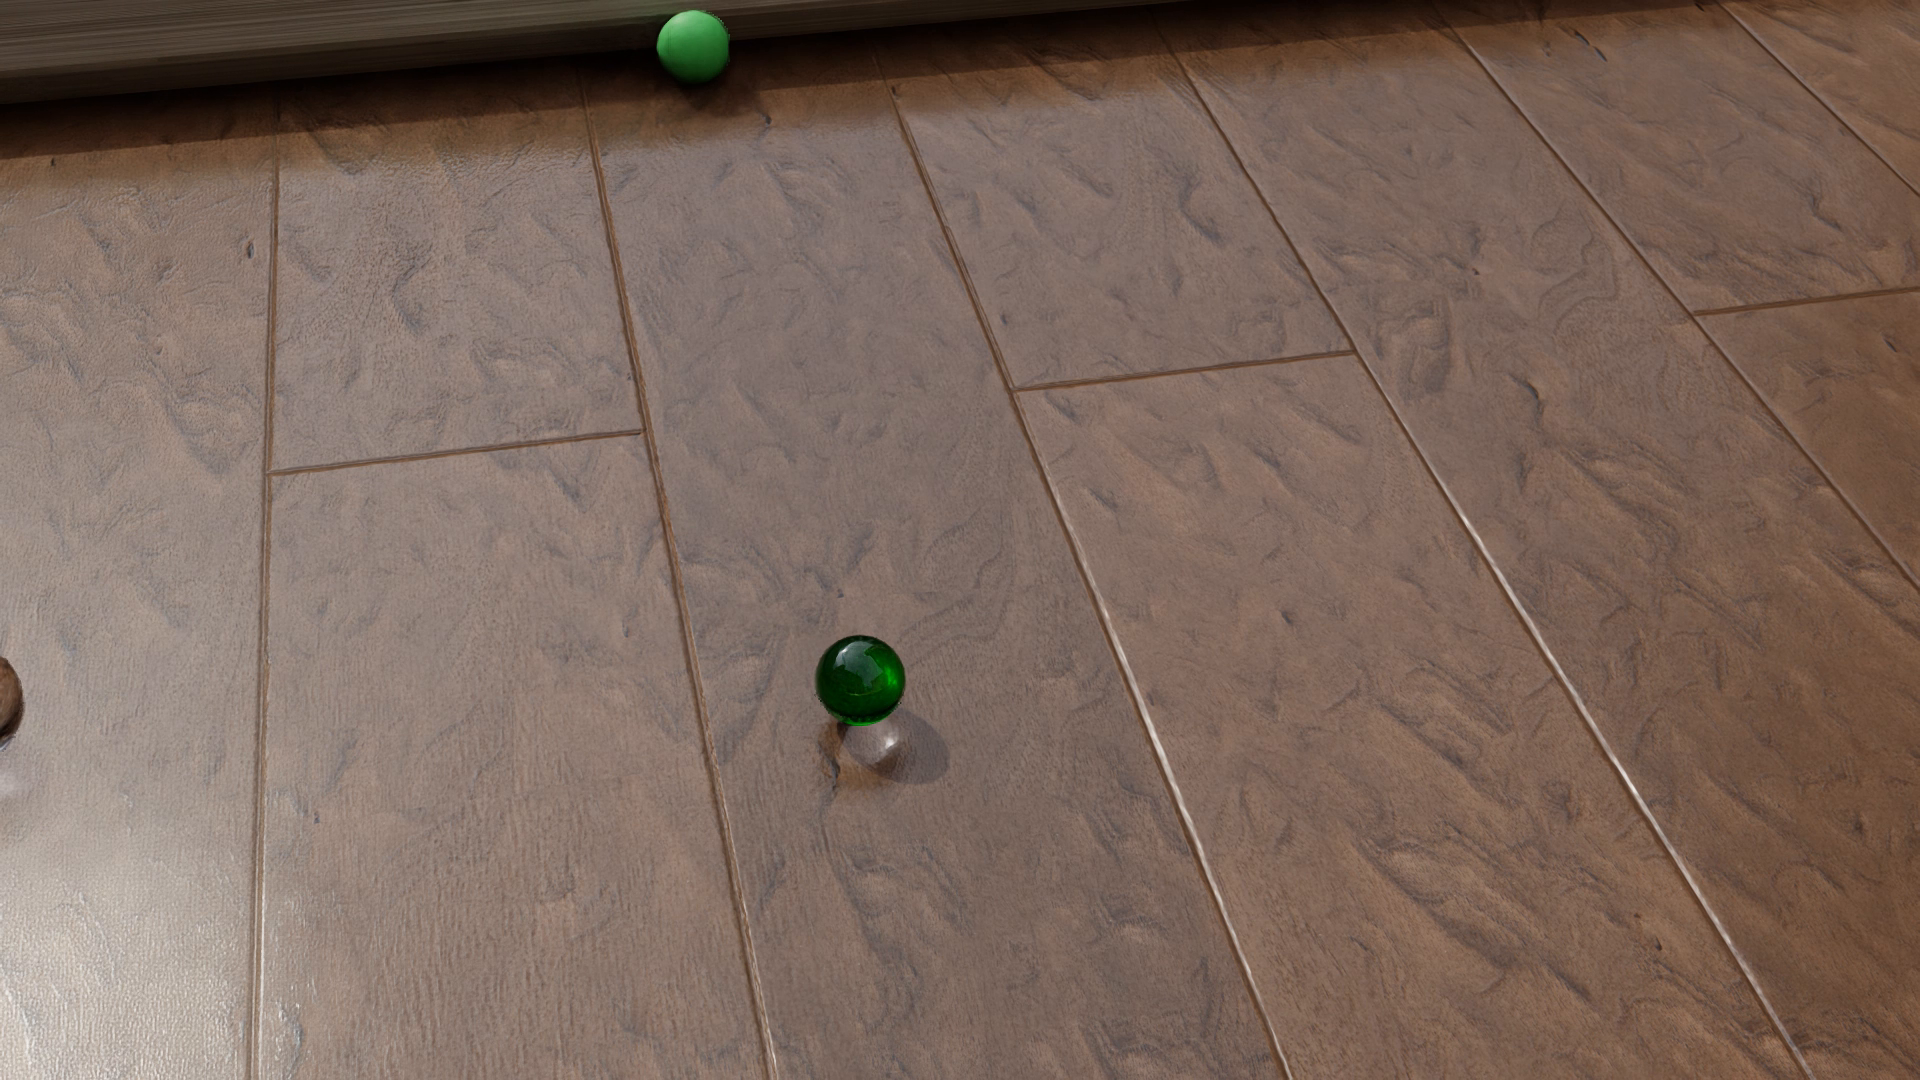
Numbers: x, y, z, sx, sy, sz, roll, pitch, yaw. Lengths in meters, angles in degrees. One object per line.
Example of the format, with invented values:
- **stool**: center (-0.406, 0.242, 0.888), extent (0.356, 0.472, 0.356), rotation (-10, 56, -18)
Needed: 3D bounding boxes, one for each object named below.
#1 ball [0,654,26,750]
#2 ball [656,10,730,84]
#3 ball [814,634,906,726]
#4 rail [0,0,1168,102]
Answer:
- **ball**: center (-0.561, 0.092, 1.439), extent (0.070, 0.070, 0.070), rotation (0, 36, 0)
- **ball**: center (-0.222, -0.409, 2.130), extent (0.060, 0.060, 0.060), rotation (0, 36, 0)
- **ball**: center (-0.057, 0.080, 1.470), extent (0.052, 0.052, 0.052), rotation (0, 36, 0)
- **rail**: center (0.606, -0.551, 2.297), extent (3.103, 0.091, 0.045), rotation (-7, 37, -9)
